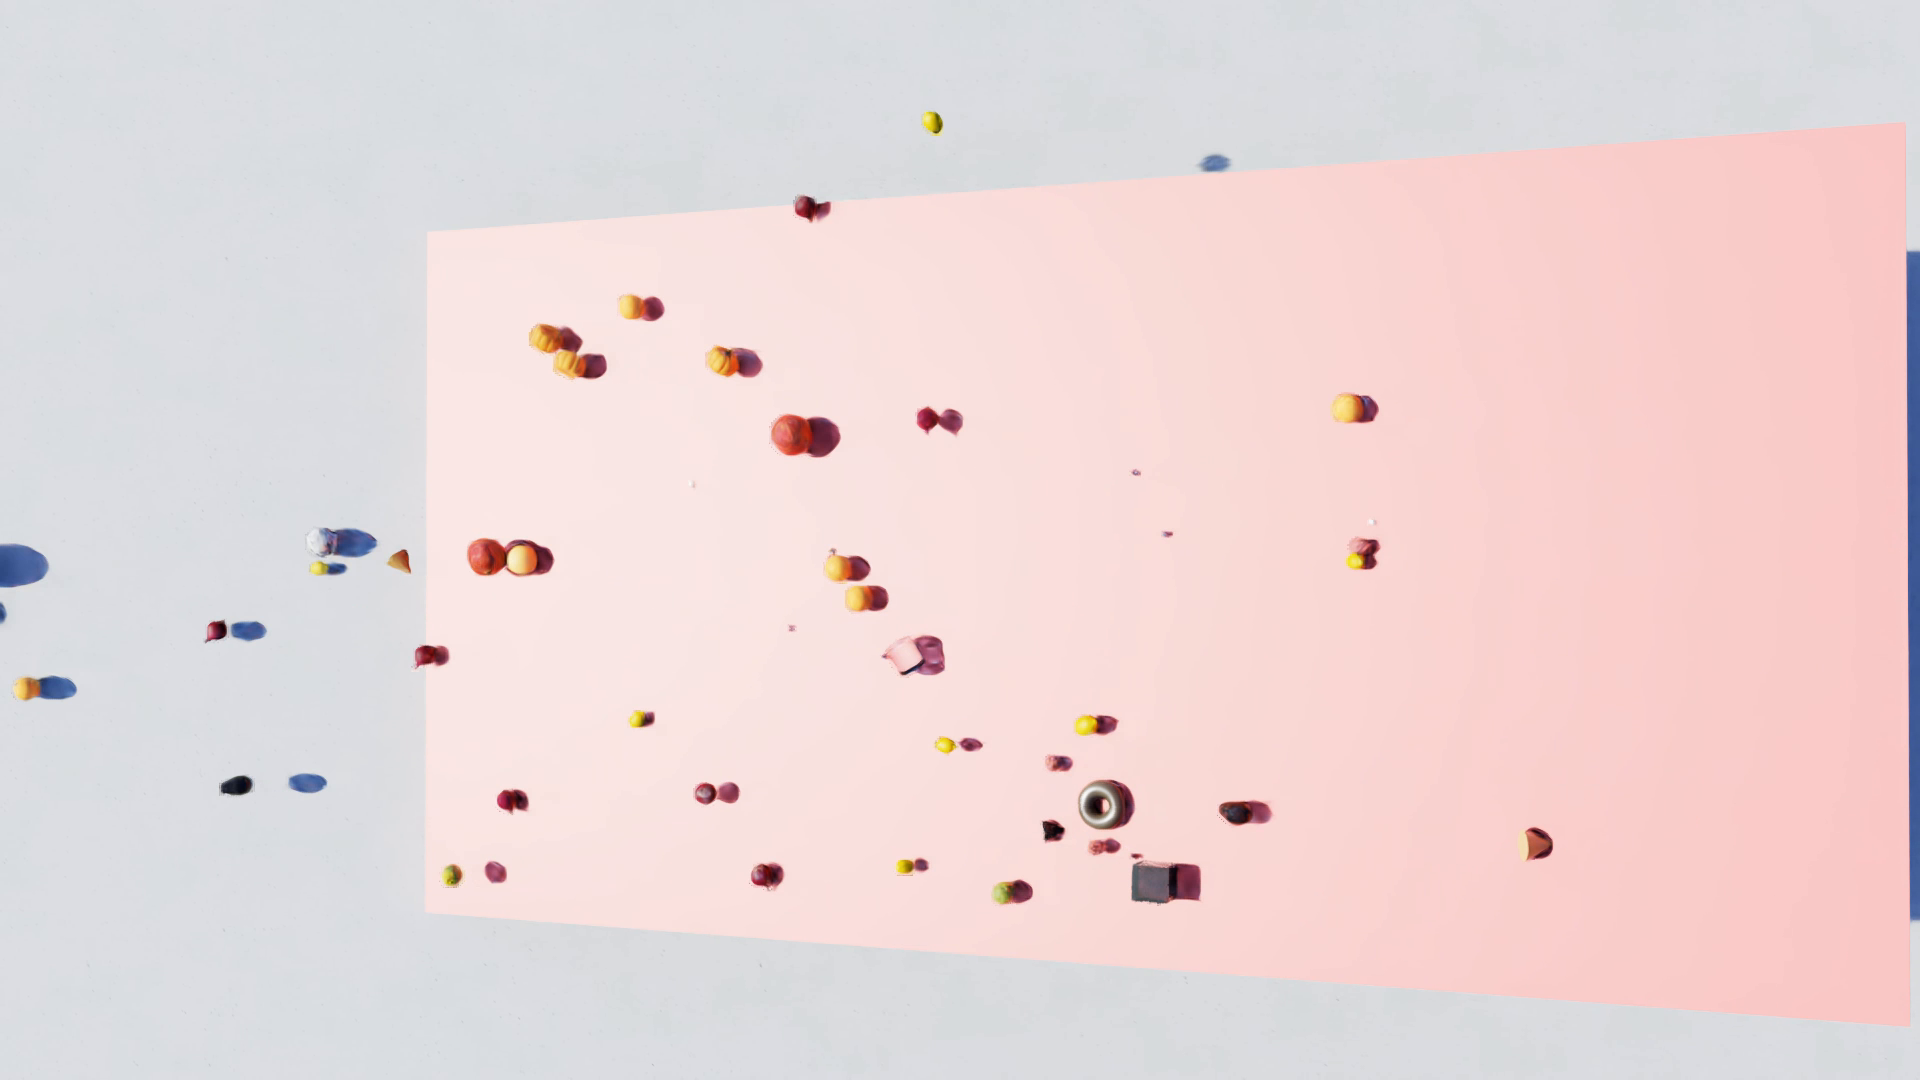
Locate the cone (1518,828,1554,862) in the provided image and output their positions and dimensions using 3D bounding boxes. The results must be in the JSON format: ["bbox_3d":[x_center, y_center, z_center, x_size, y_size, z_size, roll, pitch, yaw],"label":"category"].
[{"bbox_3d":[1.358,0.713,5.157,0.076,0.076,0.076,-3,89,-3],"label":"cone"}]

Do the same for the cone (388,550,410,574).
[{"bbox_3d":[-1.633,0.078,6.463,0.069,0.069,0.069,-43,73,0],"label":"cone"}]

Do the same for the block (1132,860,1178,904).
[{"bbox_3d":[0.487,0.856,5.506,0.090,0.090,0.090,1,90,24],"label":"block"}]

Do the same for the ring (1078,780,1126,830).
[{"bbox_3d":[0.360,0.674,5.591,0.129,0.043,0.129,0,91,24],"label":"ring"}]

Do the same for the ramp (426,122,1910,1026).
[{"bbox_3d":[0.283,0.084,5.709,4.000,0.100,2.000,0,89,24],"label":"ramp"}]

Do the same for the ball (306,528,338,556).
[{"bbox_3d":[-1.891,0.006,6.515,0.088,0.088,0.088,0,89,0],"label":"ball"}]

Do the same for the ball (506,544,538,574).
[{"bbox_3d":[-1.250,0.057,6.280,0.086,0.086,0.086,0,89,0],"label":"ball"}]

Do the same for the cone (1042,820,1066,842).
[{"bbox_3d":[0.242,0.746,5.650,0.059,0.059,0.059,-5,89,-3],"label":"cone"}]
